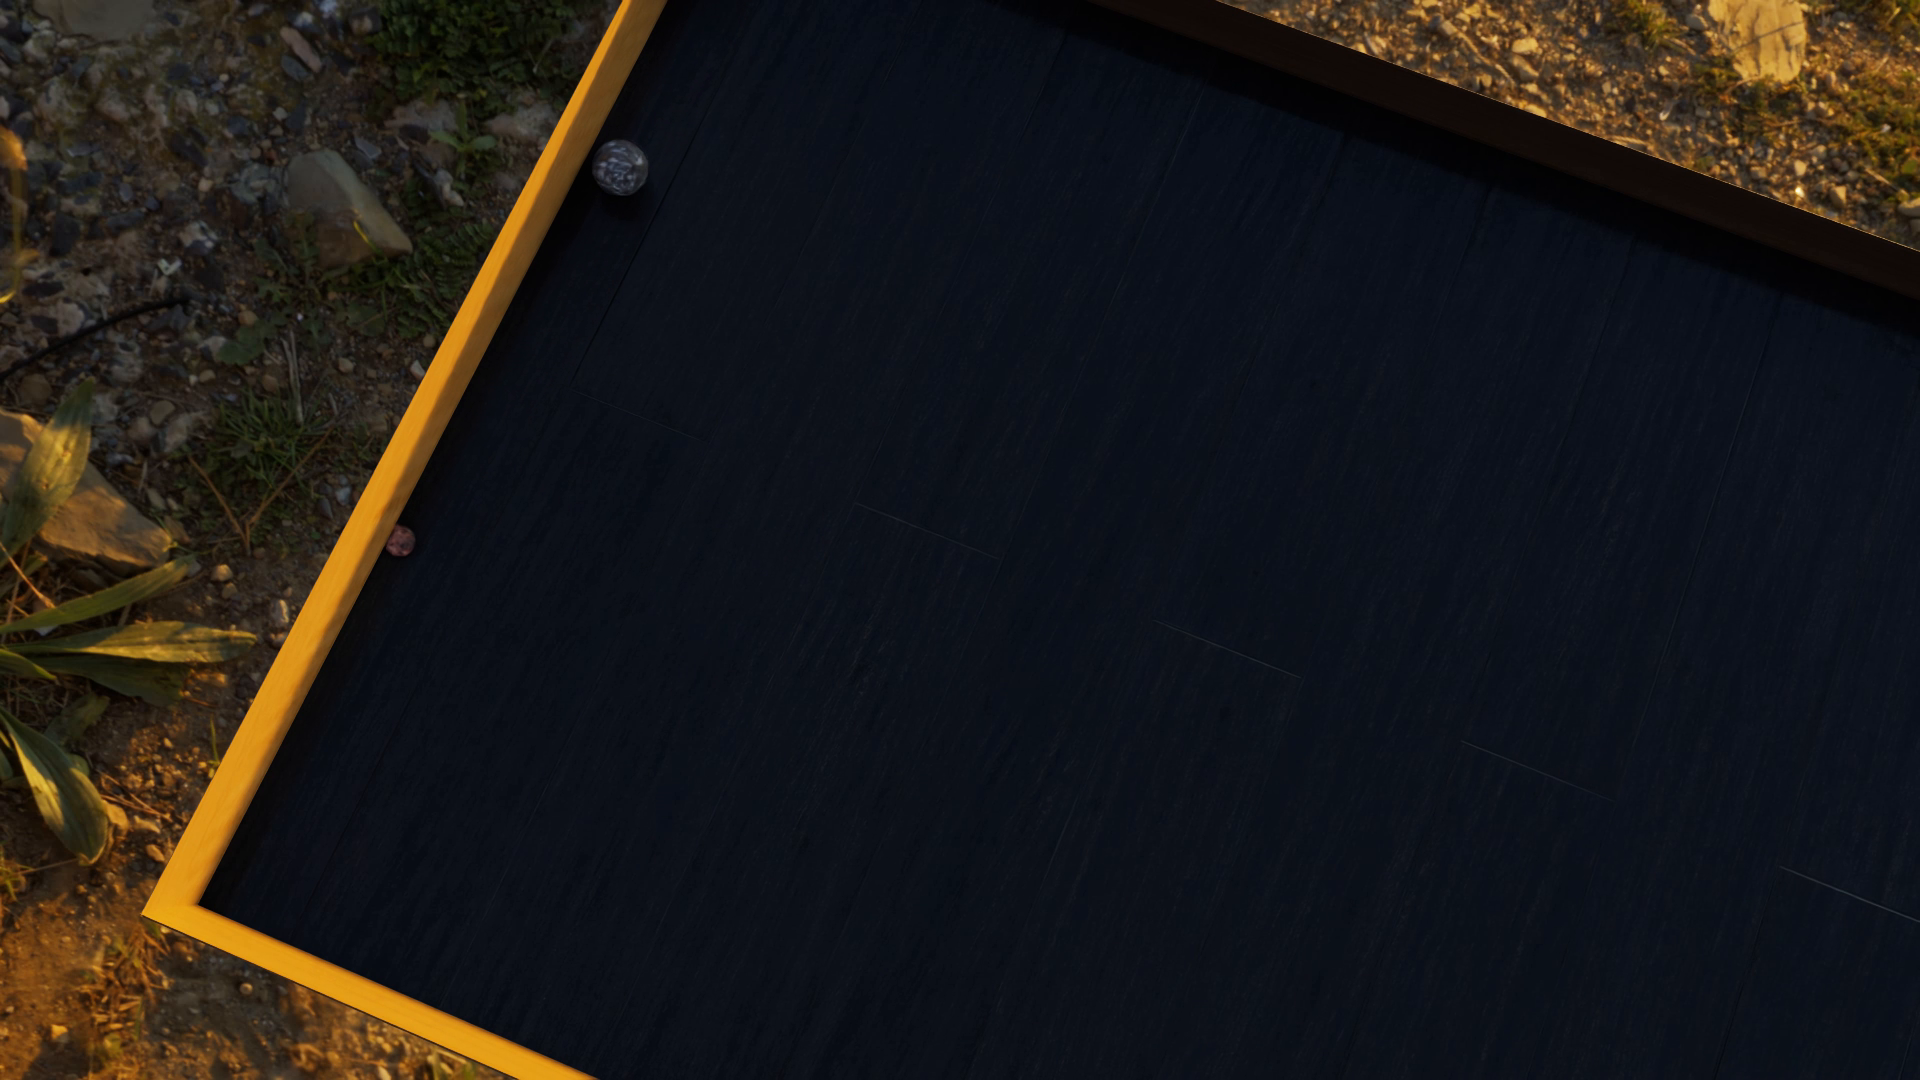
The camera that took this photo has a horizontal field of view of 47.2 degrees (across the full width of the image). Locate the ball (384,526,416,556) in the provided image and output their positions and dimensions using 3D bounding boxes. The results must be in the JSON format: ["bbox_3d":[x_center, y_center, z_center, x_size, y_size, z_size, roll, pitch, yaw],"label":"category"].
[{"bbox_3d":[-0.869,0.002,3.411,0.049,0.049,0.049,0,72,0],"label":"ball"}]

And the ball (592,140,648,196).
[{"bbox_3d":[-0.555,-0.606,3.585,0.092,0.092,0.092,0,72,0],"label":"ball"}]

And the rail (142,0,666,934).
[{"bbox_3d":[-0.769,-0.311,3.474,0.045,0.120,1.988,21,73,7],"label":"rail"}]

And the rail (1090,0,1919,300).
[{"bbox_3d":[1.162,-0.549,3.551,3.422,0.120,0.045,21,73,7],"label":"rail"}]

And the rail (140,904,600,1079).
[{"bbox_3d":[0.419,1.156,2.997,3.422,0.120,0.045,21,73,7],"label":"rail"}]
